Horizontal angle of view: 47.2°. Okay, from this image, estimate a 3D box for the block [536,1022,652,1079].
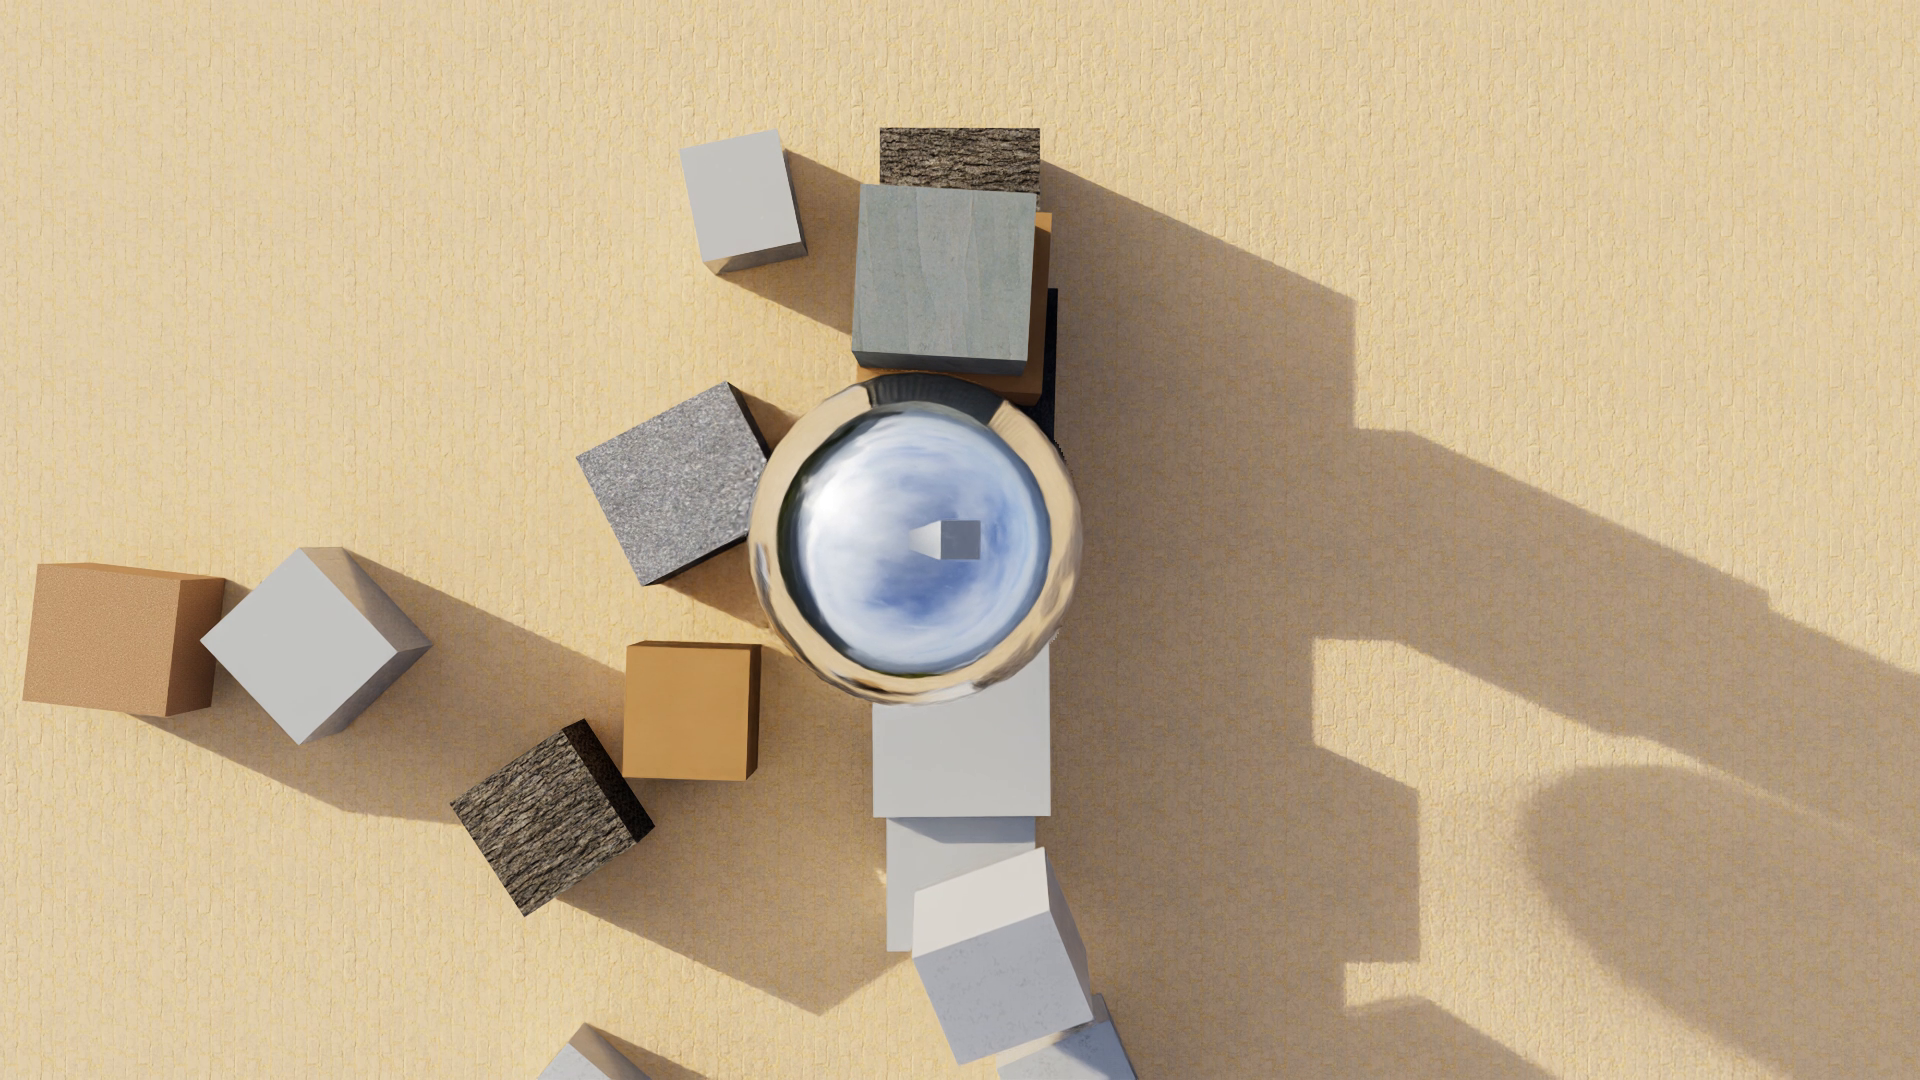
[{"bbox_3d":[-2.174,3.250,12.727,0.593,0.546,0.551,41,90,0],"label":"block"}]

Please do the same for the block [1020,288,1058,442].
[{"bbox_3d":[-0.020,-0.890,12.483,1.080,1.034,0.988,2,90,0],"label":"block"}]

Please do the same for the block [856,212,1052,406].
[{"bbox_3d":[-0.029,-1.206,11.467,0.927,0.997,0.904,3,90,0],"label":"block"}]

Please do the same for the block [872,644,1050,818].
[{"bbox_3d":[0.006,0.994,12.476,0.962,1.048,1.019,0,90,0],"label":"block"}]

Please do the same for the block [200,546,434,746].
[{"bbox_3d":[-3.655,0.587,12.577,0.752,0.846,0.797,-43,90,0],"label":"block"}]

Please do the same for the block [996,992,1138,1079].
[{"bbox_3d":[0.677,3.177,12.626,0.690,0.748,0.803,-24,90,0],"label":"block"}]

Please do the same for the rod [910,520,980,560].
[{"bbox_3d":[-0.091,0.000,7.060,0.080,5.200,0.080,0,90,-2],"label":"rod"}]

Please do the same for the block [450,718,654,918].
[{"bbox_3d":[-2.324,1.579,12.625,0.750,0.749,0.766,-33,90,0],"label":"block"}]

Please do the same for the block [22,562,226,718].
[{"bbox_3d":[-4.783,0.560,12.624,0.801,0.751,0.768,6,90,0],"label":"block"}]

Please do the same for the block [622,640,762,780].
[{"bbox_3d":[-1.530,0.970,12.644,0.691,0.713,0.732,2,90,0],"label":"block"}]

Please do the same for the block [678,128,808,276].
[{"bbox_3d":[-1.239,-1.940,12.689,0.568,0.623,0.650,-12,90,0],"label":"block"}]

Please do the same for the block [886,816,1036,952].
[{"bbox_3d":[0.005,1.887,12.564,0.819,0.873,0.760,0,90,0],"label":"block"}]

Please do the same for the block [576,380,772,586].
[{"bbox_3d":[-1.539,-0.315,12.621,0.941,0.757,0.812,-27,90,0],"label":"block"}]

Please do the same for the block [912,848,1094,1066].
[{"bbox_3d":[0.224,2.203,11.700,0.753,0.785,0.662,-20,105,6],"label":"block"}]

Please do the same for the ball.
[{"bbox_3d":[-0.209,0.000,10.458,1.600,1.600,1.600,0,90,0],"label":"ball"}]

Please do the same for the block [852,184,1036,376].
[{"bbox_3d":[-0.073,-1.221,10.498,0.804,0.939,0.763,3,90,0],"label":"block"}]

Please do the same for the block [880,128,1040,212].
[{"bbox_3d":[-0.002,-1.833,12.556,0.886,0.889,0.877,0,90,0],"label":"block"}]
